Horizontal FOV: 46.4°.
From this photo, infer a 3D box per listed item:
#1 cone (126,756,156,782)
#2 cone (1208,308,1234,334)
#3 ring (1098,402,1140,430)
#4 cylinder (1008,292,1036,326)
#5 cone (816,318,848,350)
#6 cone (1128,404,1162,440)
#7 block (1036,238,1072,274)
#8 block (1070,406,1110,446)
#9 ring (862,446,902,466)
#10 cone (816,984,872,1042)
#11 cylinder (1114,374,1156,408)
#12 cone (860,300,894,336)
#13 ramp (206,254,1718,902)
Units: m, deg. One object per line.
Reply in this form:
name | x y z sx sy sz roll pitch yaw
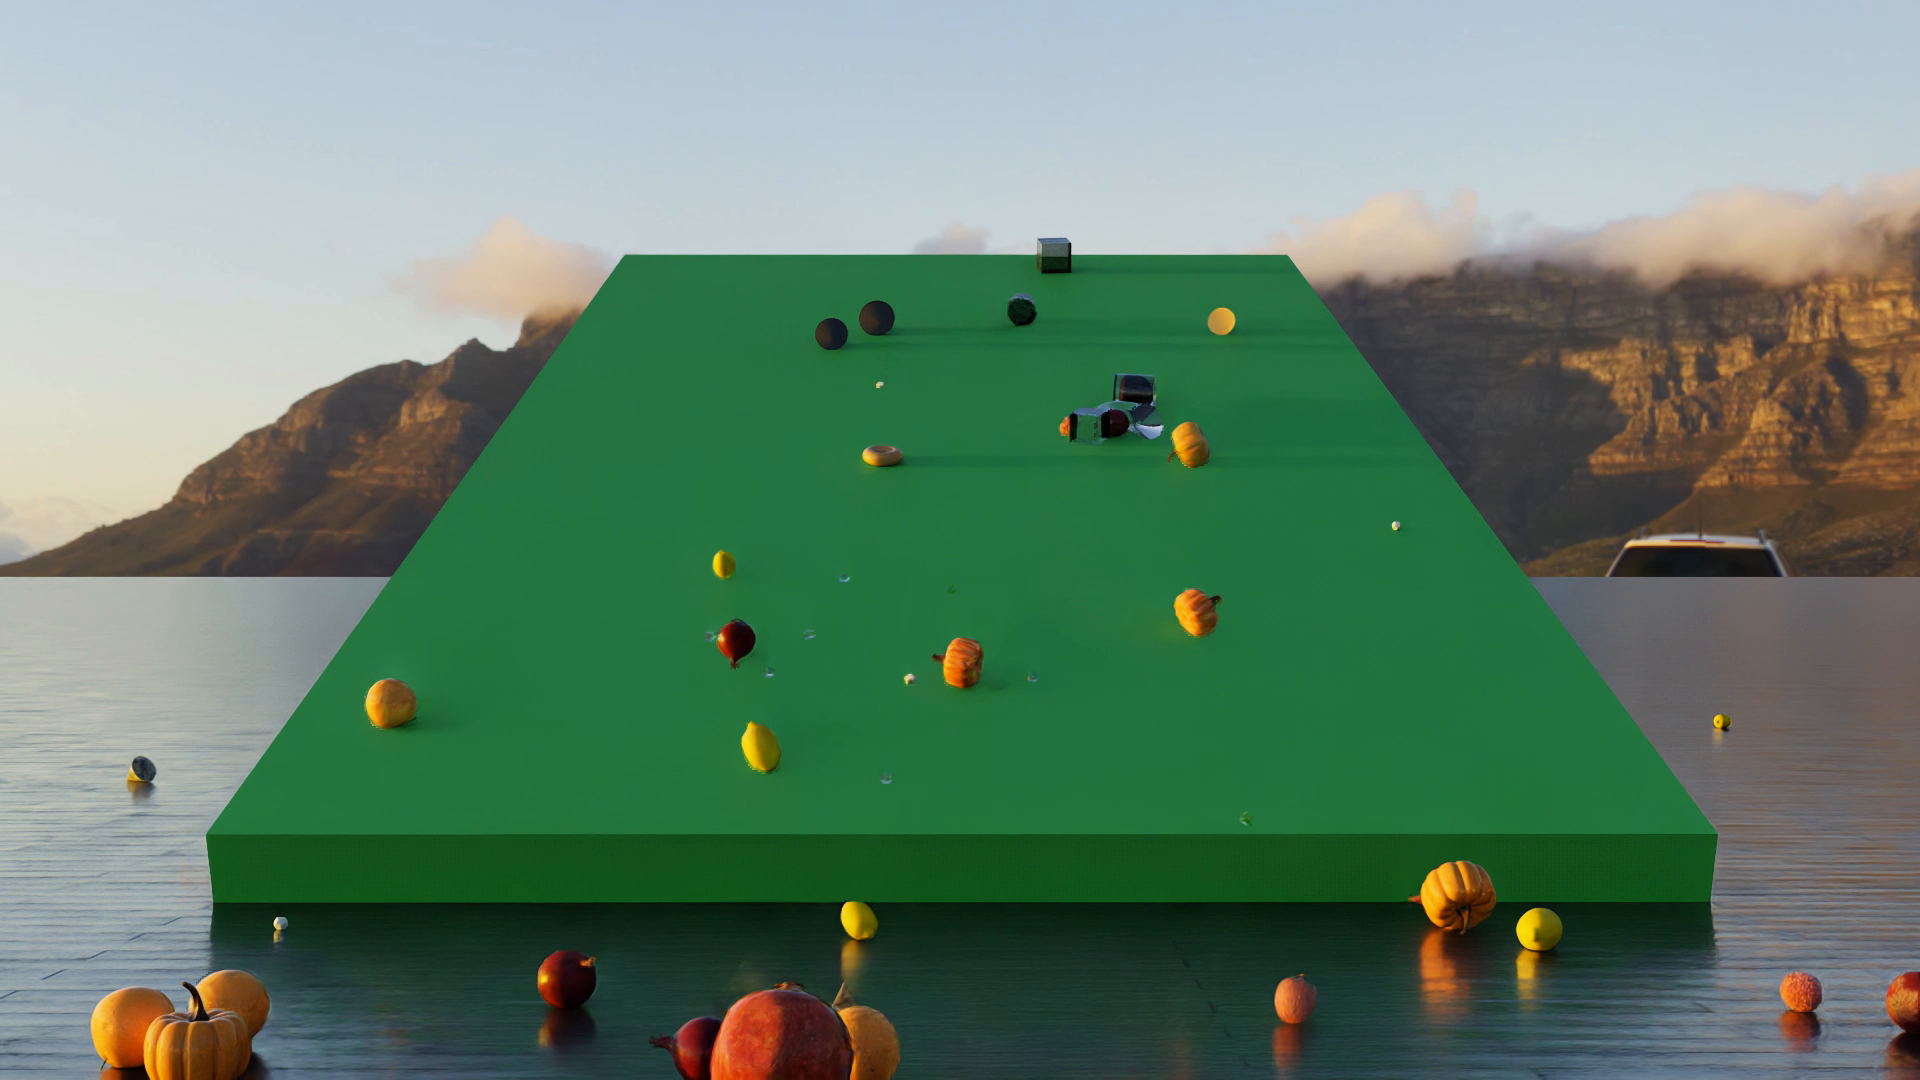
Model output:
cone | -1.738 0.494 4.720 0.060 0.060 0.060 -30 -15 25
cone | 0.683 -0.555 5.780 0.072 0.072 0.072 0 -10 21
ring | 0.356 -0.274 4.911 0.125 0.042 0.125 1 17 0
cylinder | 0.161 -0.603 5.860 0.073 0.073 0.073 0 18 -1
cone | -0.320 -0.507 5.625 0.082 0.082 0.082 0 -8 0
cone | 0.383 -0.247 4.839 0.078 0.078 0.078 0 -11 -31
block | 0.273 -0.828 6.521 0.087 0.087 0.087 -2 18 -7
block | 0.277 -0.243 4.782 0.063 0.063 0.063 9 20 26
ring | -0.160 -0.174 4.629 0.084 0.028 0.084 1 19 0
cone | -0.110 0.446 2.130 0.052 0.052 0.052 0 -1 0
cylinder | 0.390 -0.325 4.994 0.088 0.088 0.088 3 0 9
cone | -0.208 -0.562 5.782 0.093 0.093 0.093 0 -8 6
ramp | -0.004 -0.189 4.878 2.000 0.100 4.000 0 18 0
